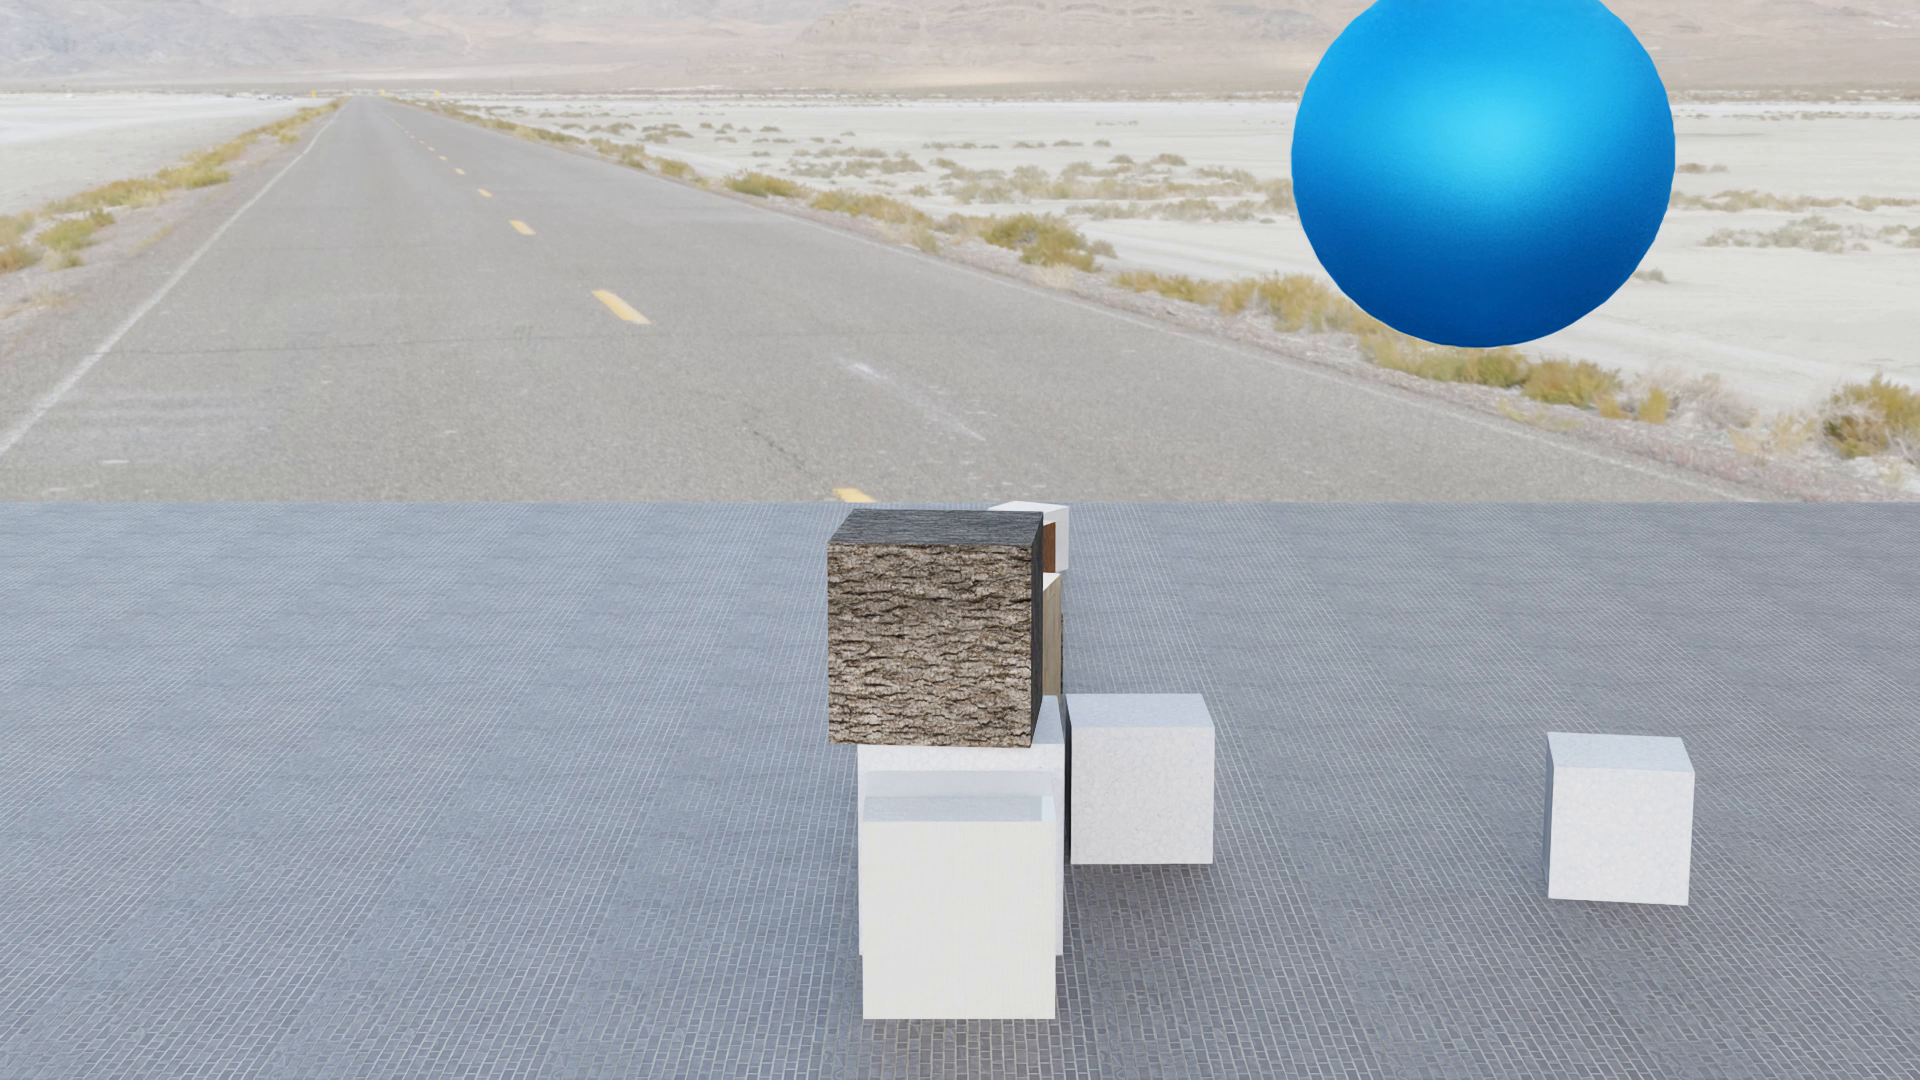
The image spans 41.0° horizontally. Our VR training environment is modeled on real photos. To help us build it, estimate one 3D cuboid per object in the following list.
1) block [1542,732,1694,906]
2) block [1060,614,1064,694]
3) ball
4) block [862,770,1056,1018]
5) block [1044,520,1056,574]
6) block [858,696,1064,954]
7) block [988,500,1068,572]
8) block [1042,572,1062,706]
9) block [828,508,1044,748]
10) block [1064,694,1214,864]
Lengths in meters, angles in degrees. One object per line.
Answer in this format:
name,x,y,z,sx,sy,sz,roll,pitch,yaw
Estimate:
block,2.876,1.213,11.252,0.582,0.588,0.590,2,10,10
block,0.310,0.628,14.804,0.461,0.467,0.414,-3,11,-16
ball,2.209,-1.615,10.887,1.600,1.600,1.600,0,10,0
block,-0.004,1.360,9.932,0.722,0.769,0.705,0,10,0
block,0.187,0.196,16.837,0.621,0.590,0.716,6,12,29
block,0.004,1.171,10.675,0.822,0.878,0.811,0,10,0
block,0.489,-0.010,18.353,0.443,0.454,0.385,6,12,32
block,0.103,0.611,14.108,0.762,0.750,0.805,2,11,13
block,-0.085,0.345,10.489,0.803,0.813,0.806,1,10,5
block,0.817,1.090,11.808,0.638,0.631,0.636,0,10,0
